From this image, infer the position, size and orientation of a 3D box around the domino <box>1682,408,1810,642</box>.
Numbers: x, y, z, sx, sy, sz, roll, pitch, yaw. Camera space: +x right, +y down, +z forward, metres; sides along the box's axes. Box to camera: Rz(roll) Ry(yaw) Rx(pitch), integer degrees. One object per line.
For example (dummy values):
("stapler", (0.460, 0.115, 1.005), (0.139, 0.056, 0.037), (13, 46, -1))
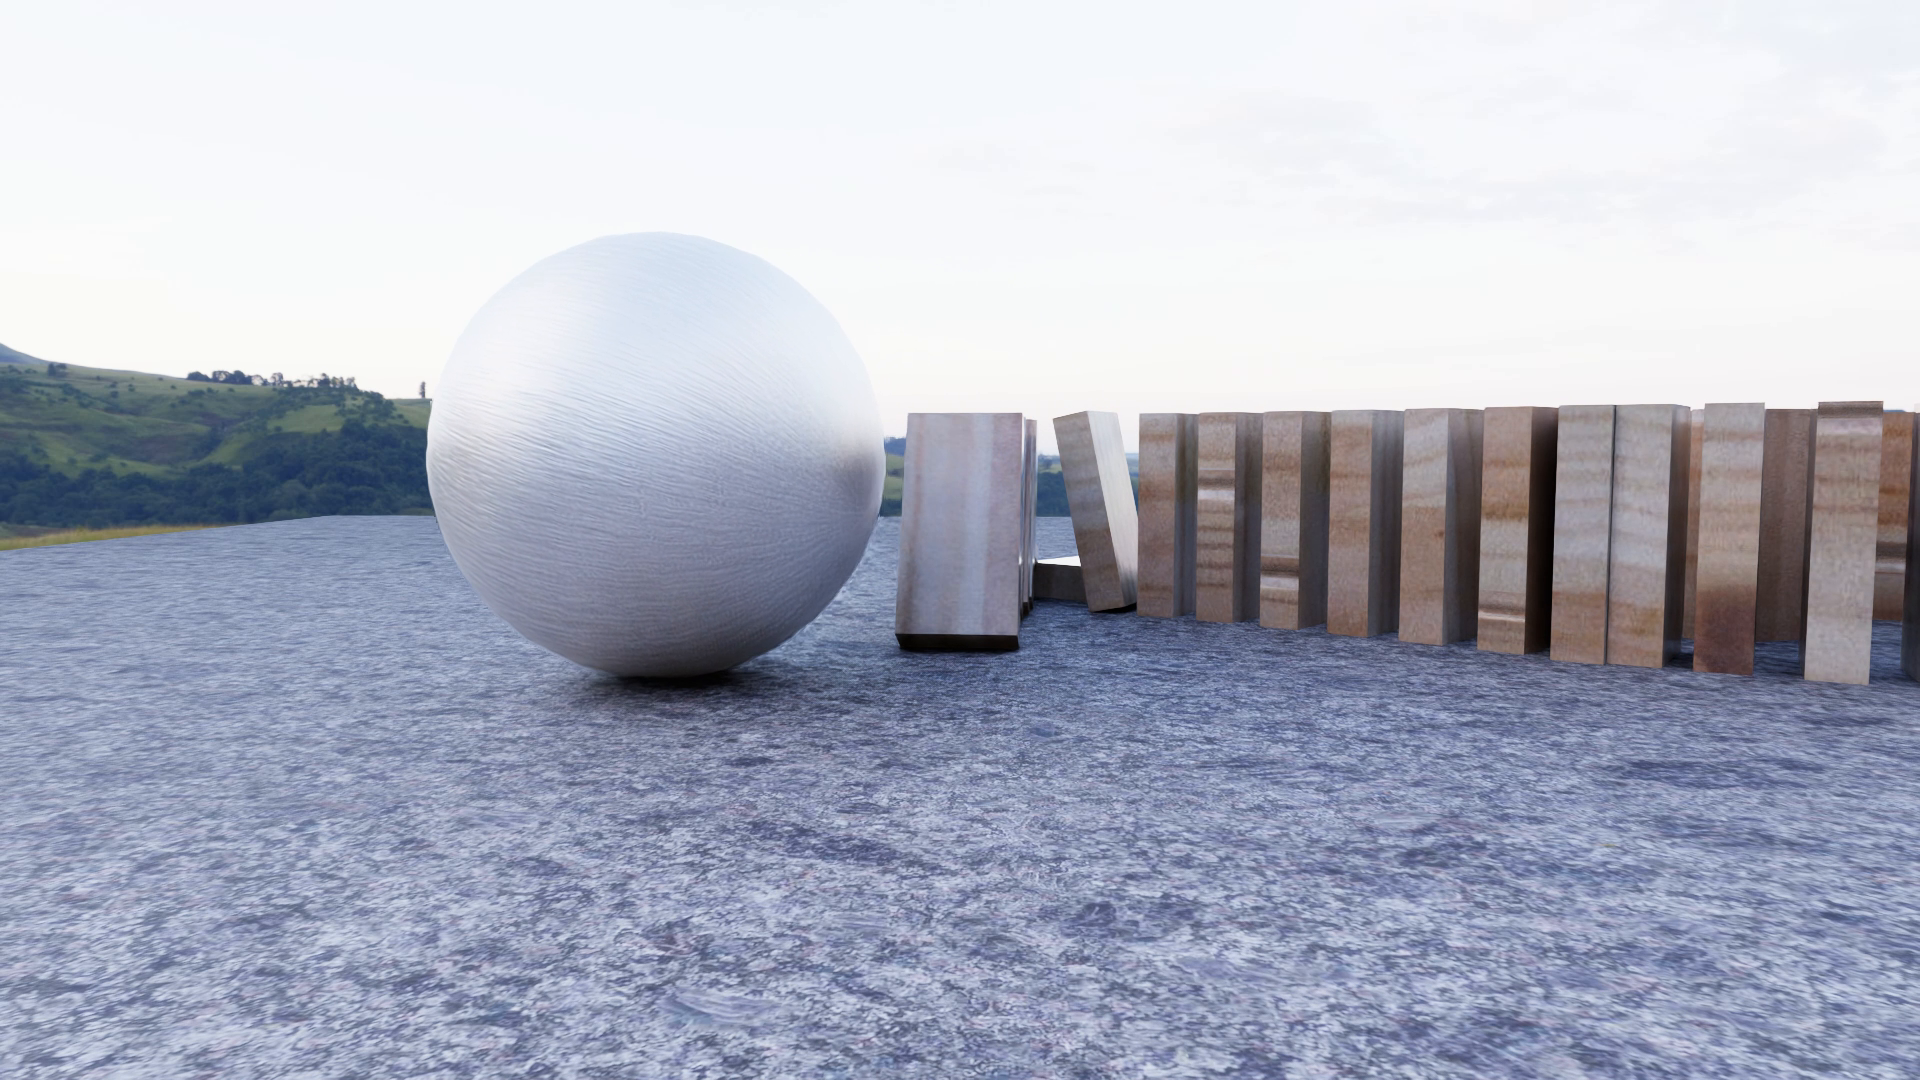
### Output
("domino", (0.172, -0.003, 0.279), (0.025, 0.050, 0.010), (-1, 4, -16))

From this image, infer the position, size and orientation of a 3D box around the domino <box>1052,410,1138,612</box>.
("domino", (0.037, -0.008, 0.334), (0.009, 0.050, 0.025), (-11, -1, 25))

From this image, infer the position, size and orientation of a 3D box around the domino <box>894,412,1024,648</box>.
("domino", (0.000, -0.003, 0.273), (0.025, 0.050, 0.010), (0, -21, 5))

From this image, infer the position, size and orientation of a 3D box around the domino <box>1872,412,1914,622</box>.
("domino", (0.233, -0.006, 0.317), (0.010, 0.050, 0.025), (4, 6, 44))

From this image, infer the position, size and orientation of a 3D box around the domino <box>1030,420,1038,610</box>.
("domino", (0.007, -0.007, 0.337), (0.025, 0.050, 0.009), (0, -23, 6))

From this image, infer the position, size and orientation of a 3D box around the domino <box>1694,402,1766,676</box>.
("domino", (0.148, -0.001, 0.247), (0.009, 0.050, 0.025), (3, 5, 32))

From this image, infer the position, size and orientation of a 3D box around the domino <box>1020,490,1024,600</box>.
("domino", (0.002, -0.005, 0.304), (0.025, 0.050, 0.010), (0, -21, 5))

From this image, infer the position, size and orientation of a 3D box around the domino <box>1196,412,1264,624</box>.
("domino", (0.068, -0.006, 0.315), (0.010, 0.050, 0.025), (3, 5, 37))

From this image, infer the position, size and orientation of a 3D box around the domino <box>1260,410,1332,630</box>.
("domino", (0.082, -0.005, 0.304), (0.009, 0.050, 0.025), (4, 6, 40))

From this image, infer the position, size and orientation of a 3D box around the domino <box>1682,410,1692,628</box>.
("domino", (0.169, -0.005, 0.295), (0.025, 0.050, 0.009), (0, 4, -2))

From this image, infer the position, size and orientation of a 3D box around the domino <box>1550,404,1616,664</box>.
("domino", (0.128, -0.002, 0.258), (0.010, 0.050, 0.025), (3, 5, 37))

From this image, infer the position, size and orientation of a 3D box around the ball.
("ball", (-0.054, -0.015, 0.233), (0.080, 0.080, 0.080), (0, 4, 0))

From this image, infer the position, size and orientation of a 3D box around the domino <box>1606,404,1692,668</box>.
("domino", (0.137, -0.002, 0.255), (0.009, 0.050, 0.025), (3, 5, 36))

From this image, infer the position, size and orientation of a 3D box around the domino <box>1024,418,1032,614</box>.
("domino", (0.005, -0.006, 0.326), (0.025, 0.050, 0.010), (0, -23, 5))

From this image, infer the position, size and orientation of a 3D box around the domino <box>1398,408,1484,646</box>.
("domino", (0.107, -0.004, 0.281), (0.009, 0.050, 0.025), (4, 6, 44))

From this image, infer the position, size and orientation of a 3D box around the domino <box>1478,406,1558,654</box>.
("domino", (0.119, -0.003, 0.269), (0.009, 0.050, 0.025), (4, 6, 45))

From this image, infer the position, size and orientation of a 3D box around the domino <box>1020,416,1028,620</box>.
("domino", (0.003, -0.006, 0.315), (0.025, 0.050, 0.010), (0, -21, 5))

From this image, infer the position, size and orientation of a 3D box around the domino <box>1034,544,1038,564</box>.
("domino", (0.009, 0.005, 0.365), (0.025, 0.010, 0.050), (-26, 2, 5))

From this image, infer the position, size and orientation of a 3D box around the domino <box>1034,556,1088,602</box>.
("domino", (0.045, 0.010, 0.371), (0.025, 0.010, 0.050), (4, 6, 41))

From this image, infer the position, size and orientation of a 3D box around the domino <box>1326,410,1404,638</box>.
("domino", (0.095, -0.004, 0.293), (0.010, 0.050, 0.025), (4, 6, 42))

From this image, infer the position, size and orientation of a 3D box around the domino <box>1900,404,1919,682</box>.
("domino", (0.178, 0.000, 0.229), (0.009, 0.050, 0.025), (2, 5, 27))

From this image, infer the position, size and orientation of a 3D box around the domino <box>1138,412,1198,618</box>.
("domino", (0.054, -0.007, 0.325), (0.010, 0.050, 0.025), (3, 5, 31))

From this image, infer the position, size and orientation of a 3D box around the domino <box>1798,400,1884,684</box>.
("domino", (0.163, 0.000, 0.238), (0.010, 0.050, 0.025), (3, 5, 31))
